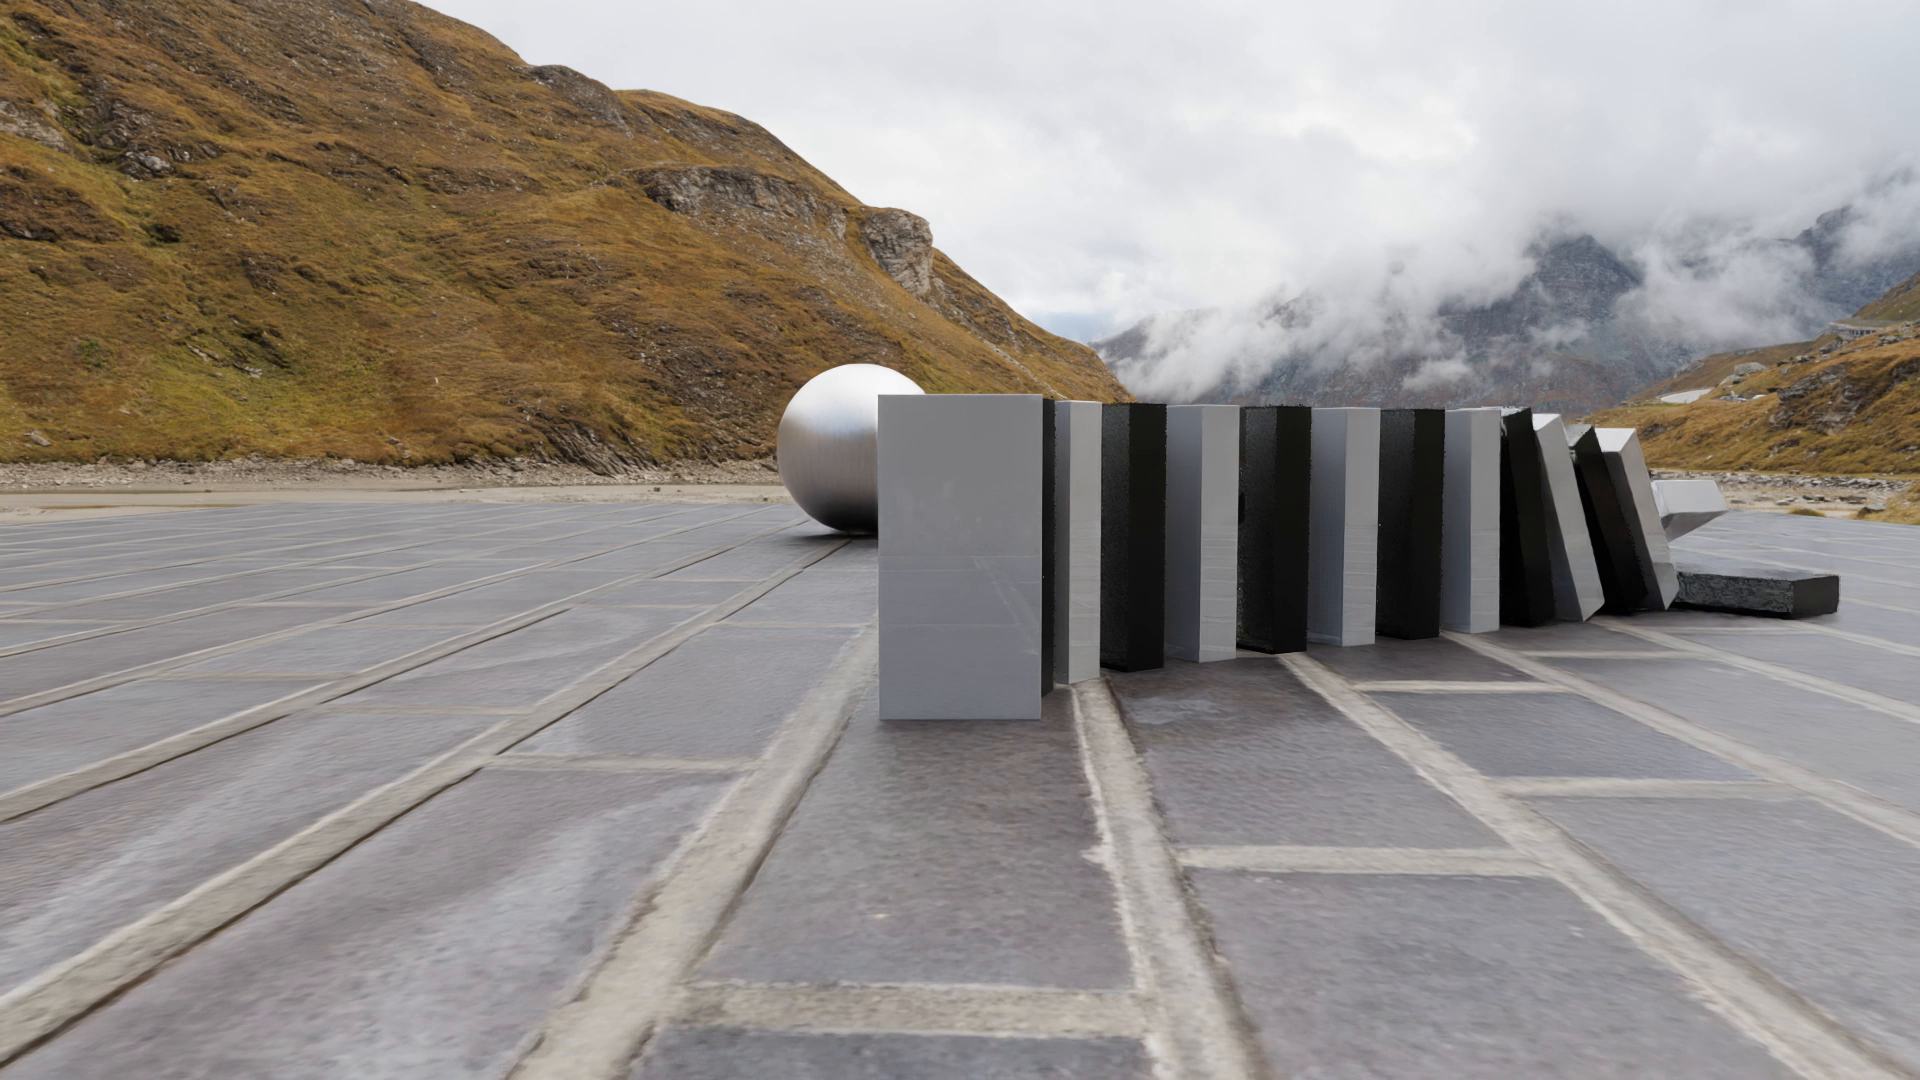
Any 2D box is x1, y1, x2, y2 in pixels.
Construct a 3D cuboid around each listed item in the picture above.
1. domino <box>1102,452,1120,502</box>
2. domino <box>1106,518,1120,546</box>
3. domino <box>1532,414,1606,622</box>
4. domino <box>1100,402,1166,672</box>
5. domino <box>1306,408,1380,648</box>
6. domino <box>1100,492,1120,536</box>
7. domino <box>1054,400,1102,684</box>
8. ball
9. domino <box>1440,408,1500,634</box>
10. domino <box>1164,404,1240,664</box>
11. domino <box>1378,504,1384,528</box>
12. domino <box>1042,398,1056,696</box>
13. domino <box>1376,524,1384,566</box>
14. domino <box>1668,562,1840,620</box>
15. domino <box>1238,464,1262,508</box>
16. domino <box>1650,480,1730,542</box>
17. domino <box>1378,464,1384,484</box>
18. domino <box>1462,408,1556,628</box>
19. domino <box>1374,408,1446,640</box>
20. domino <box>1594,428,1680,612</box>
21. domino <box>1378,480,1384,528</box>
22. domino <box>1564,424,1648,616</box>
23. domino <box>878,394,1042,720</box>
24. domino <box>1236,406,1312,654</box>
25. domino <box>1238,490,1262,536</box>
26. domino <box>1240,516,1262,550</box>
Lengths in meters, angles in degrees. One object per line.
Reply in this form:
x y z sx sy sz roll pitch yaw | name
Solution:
0.059 -0.021 0.558 0.050 0.009 0.025 -41 -12 11 | domino
0.088 -0.015 0.536 0.050 0.009 0.025 -32 -10 24 | domino
0.138 -0.006 0.313 0.010 0.050 0.025 -30 19 -27 | domino
0.028 -0.001 0.250 0.009 0.050 0.025 -3 5 -36 | domino
0.078 -0.003 0.280 0.009 0.050 0.025 -2 5 -29 | domino
0.071 -0.015 0.545 0.050 0.009 0.025 -32 -9 23 | domino
0.013 0.000 0.237 0.025 0.050 0.010 4 6 41 | domino
-0.047 -0.043 0.607 0.080 0.080 0.080 0 4 0 | ball
0.112 -0.005 0.298 0.009 0.050 0.025 -5 6 -29 | domino
0.044 -0.002 0.260 0.009 0.050 0.025 -3 5 -31 | domino
0.160 -0.008 0.450 0.025 0.010 0.050 -1 -25 -15 | domino
0.003 0.001 0.220 0.025 0.050 0.009 2 5 20 | domino
0.159 -0.006 0.429 0.025 0.010 0.050 -1 -25 -10 | domino
0.197 0.013 0.337 0.025 0.010 0.050 -3 5 -34 | domino
0.105 -0.014 0.528 0.050 0.009 0.025 -33 -10 24 | domino
0.180 0.000 0.353 0.025 0.009 0.050 -2 -25 -27 | domino
0.149 -0.012 0.490 0.025 0.009 0.050 -3 -28 -40 | domino
0.125 -0.006 0.305 0.009 0.050 0.025 -18 13 -29 | domino
0.095 -0.004 0.289 0.009 0.050 0.025 -2 5 -29 | domino
0.163 -0.005 0.327 0.010 0.050 0.025 -44 29 -28 | domino
0.157 -0.011 0.472 0.025 0.009 0.050 -2 -28 -31 | domino
0.151 -0.005 0.321 0.009 0.050 0.025 -40 24 -25 | domino
0.000 0.002 0.201 0.025 0.050 0.009 0 4 0 | domino
0.061 -0.003 0.270 0.009 0.050 0.025 -2 5 -30 | domino
0.123 -0.014 0.520 0.050 0.009 0.025 -33 -12 24 | domino
0.138 -0.013 0.508 0.050 0.010 0.025 -35 -16 30 | domino
